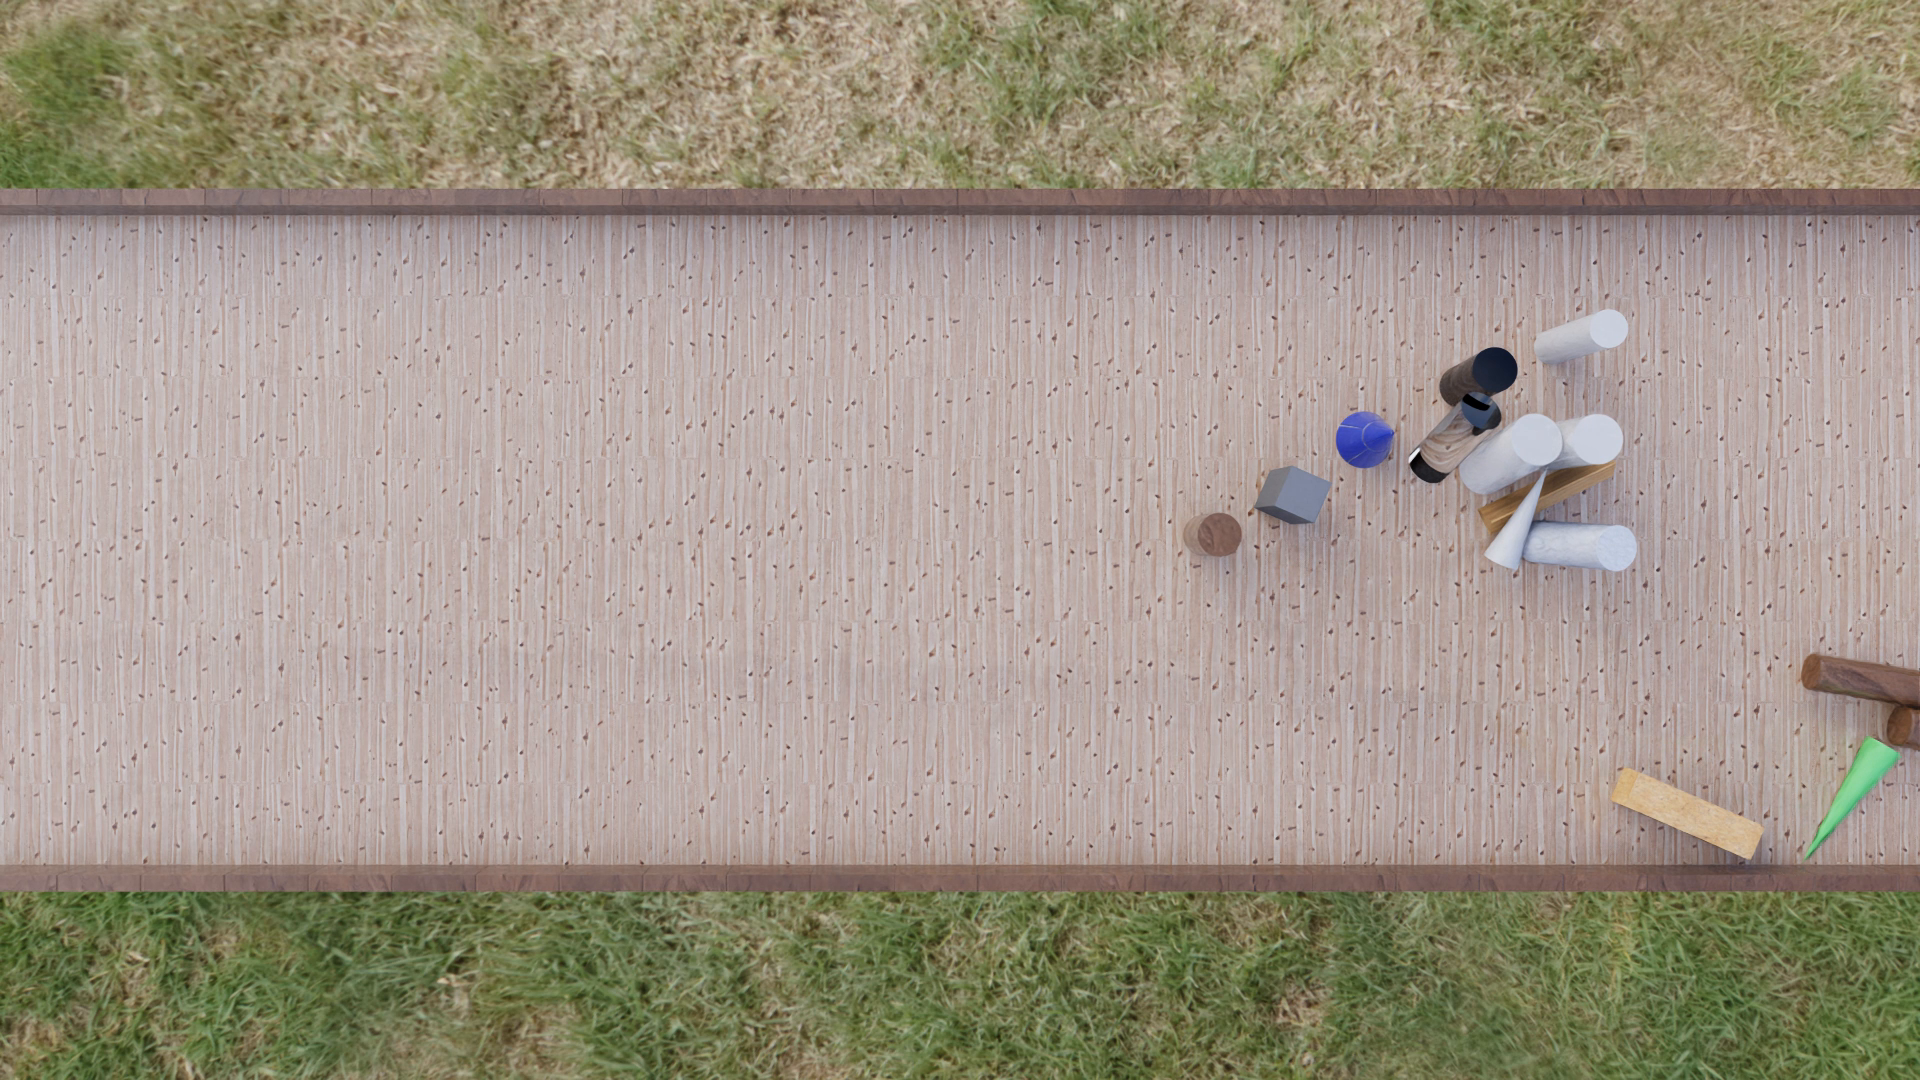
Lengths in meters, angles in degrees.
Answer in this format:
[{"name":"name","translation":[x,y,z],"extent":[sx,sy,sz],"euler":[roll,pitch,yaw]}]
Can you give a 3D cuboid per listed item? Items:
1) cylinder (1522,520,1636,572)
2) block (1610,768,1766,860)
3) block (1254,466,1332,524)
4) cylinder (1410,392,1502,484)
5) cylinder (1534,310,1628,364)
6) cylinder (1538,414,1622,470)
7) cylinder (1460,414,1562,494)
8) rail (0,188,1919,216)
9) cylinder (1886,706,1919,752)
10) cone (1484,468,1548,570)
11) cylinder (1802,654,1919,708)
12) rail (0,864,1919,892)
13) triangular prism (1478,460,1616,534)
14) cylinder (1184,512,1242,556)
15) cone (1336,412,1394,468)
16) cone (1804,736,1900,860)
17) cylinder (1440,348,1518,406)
[{"name":"cylinder","translation":[1.818,0.014,4.875],"extent":[0.131,0.383,0.131],"euler":[-1,93,-15]},{"name":"block","translation":[2.213,0.832,5.021],"extent":[0.413,0.111,0.111],"euler":[23,90,0]},{"name":"block","translation":[0.987,-0.131,4.907],"extent":[0.126,0.338,0.126],"euler":[24,90,0]},{"name":"cylinder","translation":[1.471,-0.301,4.910],"extent":[0.128,0.313,0.128],"euler":[7,61,-13]},{"name":"cylinder","translation":[1.821,-0.593,4.853],"extent":[0.109,0.447,0.109],"euler":[0,90,0]},{"name":"cylinder","translation":[1.799,-0.284,4.861],"extent":[0.142,0.429,0.142],"euler":[0,90,1]},{"name":"cylinder","translation":[1.624,-0.250,4.879],"extent":[0.153,0.369,0.153],"euler":[1,78,-6]},{"name":"rail","translation":[-2.247,-1.025,5.002],"extent":[12.000,0.150,0.050],"euler":[0,90,0]},{"name":"cylinder","translation":[3.042,0.607,5.014],"extent":[0.384,0.125,0.125],"euler":[13,90,0]},{"name":"cone","translation":[1.703,-0.078,4.978],"extent":[0.109,0.109,0.320],"euler":[21,107,0]},{"name":"cylinder","translation":[2.800,0.436,5.020],"extent":[0.426,0.111,0.111],"euler":[9,90,0]},{"name":"rail","translation":[-2.247,1.025,5.001],"extent":[12.000,0.150,0.050],"euler":[0,90,0]},{"name":"triangular prism","translation":[1.800,-0.145,5.037],"extent":[0.419,0.075,0.087],"euler":[-26,90,0]},{"name":"cylinder","translation":[0.751,-0.015,4.921],"extent":[0.128,0.311,0.128],"euler":[0,90,0]},{"name":"cone","translation":[1.244,-0.309,4.898],"extent":[0.176,0.357,0.176],"euler":[0,90,0]},{"name":"cone","translation":[2.702,0.811,5.050],"extent":[0.106,0.106,0.437],"euler":[31,97,0]},{"name":"cylinder","translation":[1.542,-0.481,4.918],"extent":[0.132,0.309,0.132],"euler":[0,86,-1]}]
